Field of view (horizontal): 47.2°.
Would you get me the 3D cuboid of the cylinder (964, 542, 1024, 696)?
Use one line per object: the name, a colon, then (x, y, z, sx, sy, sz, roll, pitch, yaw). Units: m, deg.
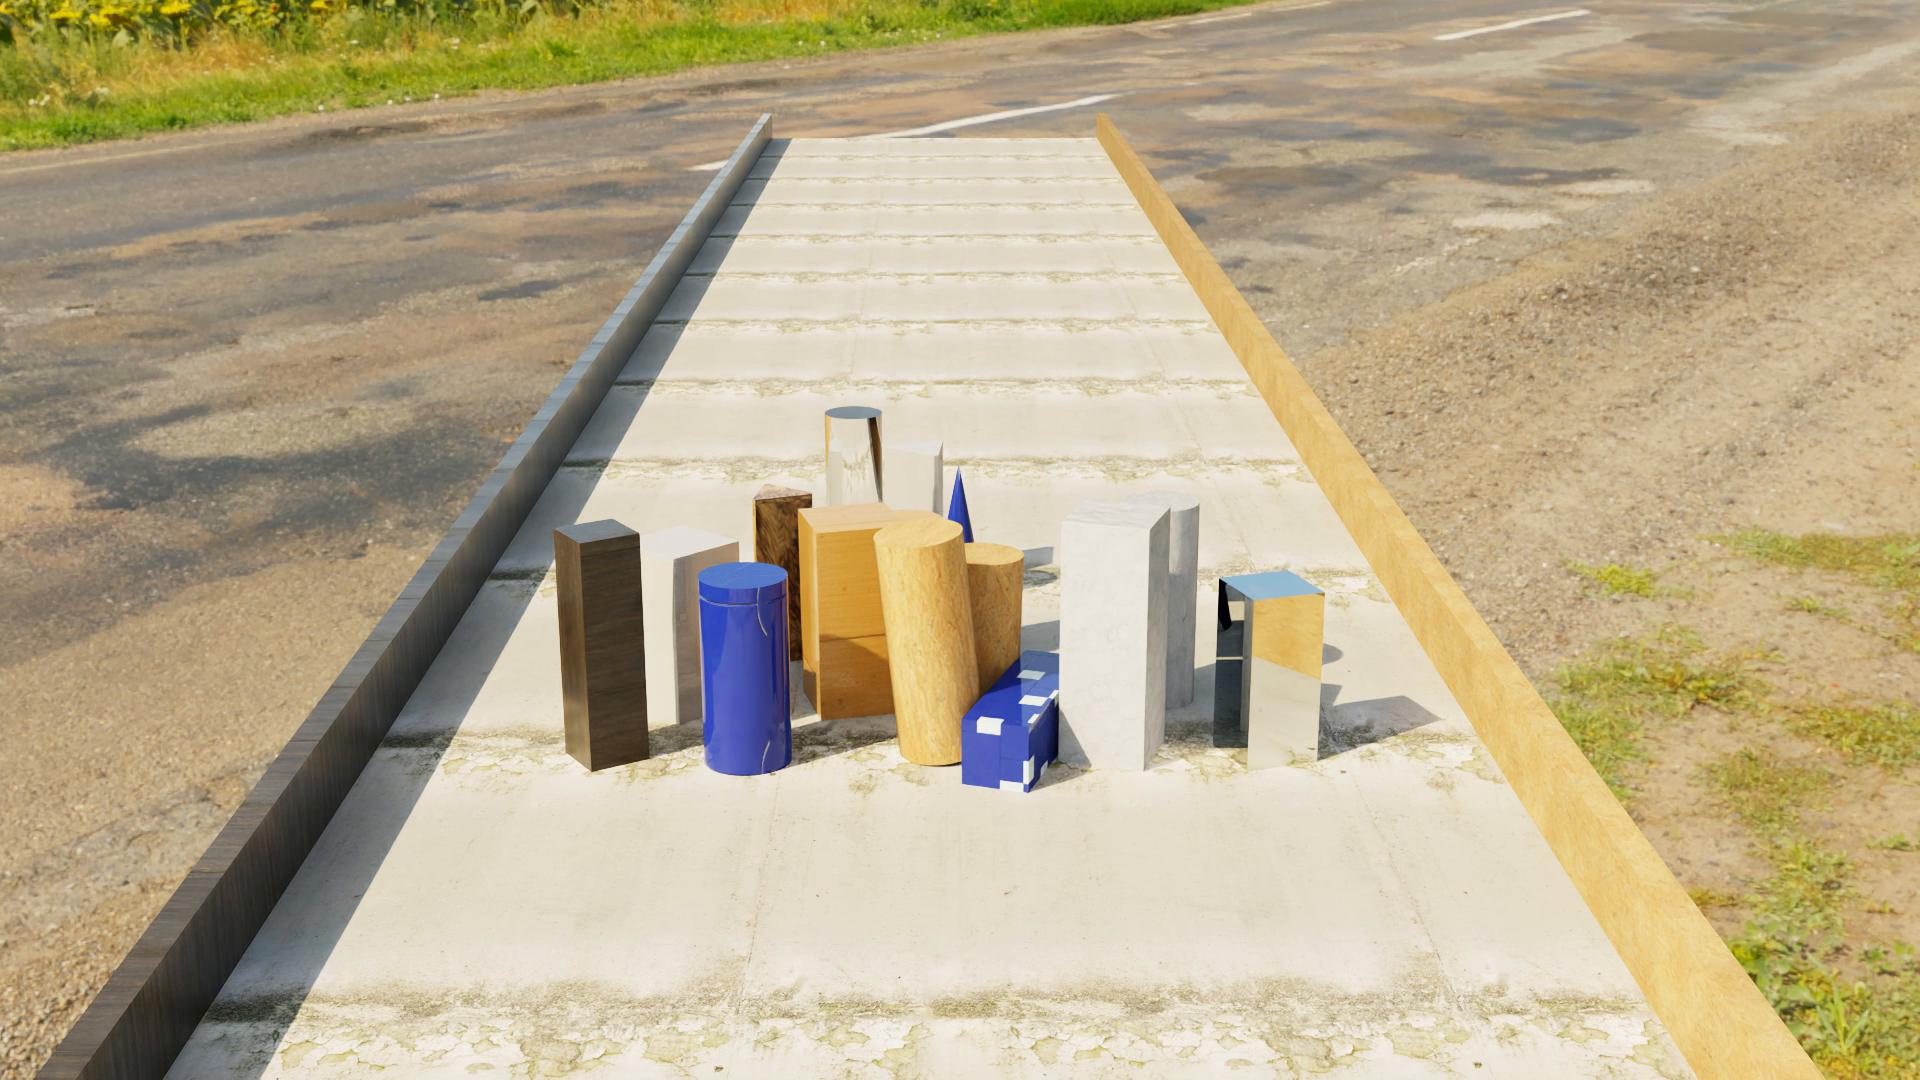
cylinder: (0.039, 0.174, 4.089, 0.148, 0.310, 0.148, 2, 16, 0)

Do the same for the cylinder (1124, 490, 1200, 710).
cylinder: (0.376, 0.114, 4.158, 0.143, 0.390, 0.143, 0, 17, 0)

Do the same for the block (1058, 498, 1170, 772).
block: (0.273, 0.167, 3.889, 0.155, 0.443, 0.155, 6, 17, 18)

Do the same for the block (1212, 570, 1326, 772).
block: (0.546, 0.230, 3.898, 0.137, 0.316, 0.137, -6, 18, -19)

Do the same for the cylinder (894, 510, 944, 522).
cylinder: (-0.097, 0.110, 4.293, 0.125, 0.317, 0.125, 2, 18, -1)

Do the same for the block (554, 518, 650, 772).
block: (-0.630, 0.185, 3.871, 0.112, 0.419, 0.112, -11, 20, -32)

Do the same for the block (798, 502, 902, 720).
block: (-0.201, 0.132, 4.141, 0.168, 0.364, 0.168, -5, 17, -15)

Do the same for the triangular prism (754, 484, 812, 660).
triangular prism: (-0.367, 0.065, 4.405, 0.121, 0.343, 0.105, -7, 18, -22)

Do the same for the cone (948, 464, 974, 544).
cone: (-0.003, 0.036, 4.415, 0.155, 0.394, 0.155, 0, 17, 0)

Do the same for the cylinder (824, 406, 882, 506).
cylinder: (-0.220, -0.047, 4.595, 0.119, 0.450, 0.119, 0, 17, 0)

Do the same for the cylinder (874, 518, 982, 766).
cylinder: (-0.052, 0.180, 3.884, 0.157, 0.406, 0.157, -6, 19, 2)

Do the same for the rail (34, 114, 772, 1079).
rail: (-1.118, -0.838, 7.780, 0.050, 0.150, 12.000, 0, 17, -1)

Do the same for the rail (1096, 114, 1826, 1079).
rail: (0.932, -0.844, 7.801, 0.050, 0.150, 12.000, 0, 17, -1)

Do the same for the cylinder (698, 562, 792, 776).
cylinder: (-0.377, 0.226, 3.866, 0.156, 0.343, 0.156, 0, 17, 0)

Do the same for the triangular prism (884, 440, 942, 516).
triangular prism: (-0.075, -0.061, 4.893, 0.141, 0.307, 0.122, 11, 20, 33)

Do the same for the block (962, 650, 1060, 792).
block: (0.120, 0.319, 3.941, 0.121, 0.121, 0.377, 5, 17, 18)

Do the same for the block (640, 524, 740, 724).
block: (-0.523, 0.157, 4.136, 0.159, 0.321, 0.159, 15, 22, 41)
